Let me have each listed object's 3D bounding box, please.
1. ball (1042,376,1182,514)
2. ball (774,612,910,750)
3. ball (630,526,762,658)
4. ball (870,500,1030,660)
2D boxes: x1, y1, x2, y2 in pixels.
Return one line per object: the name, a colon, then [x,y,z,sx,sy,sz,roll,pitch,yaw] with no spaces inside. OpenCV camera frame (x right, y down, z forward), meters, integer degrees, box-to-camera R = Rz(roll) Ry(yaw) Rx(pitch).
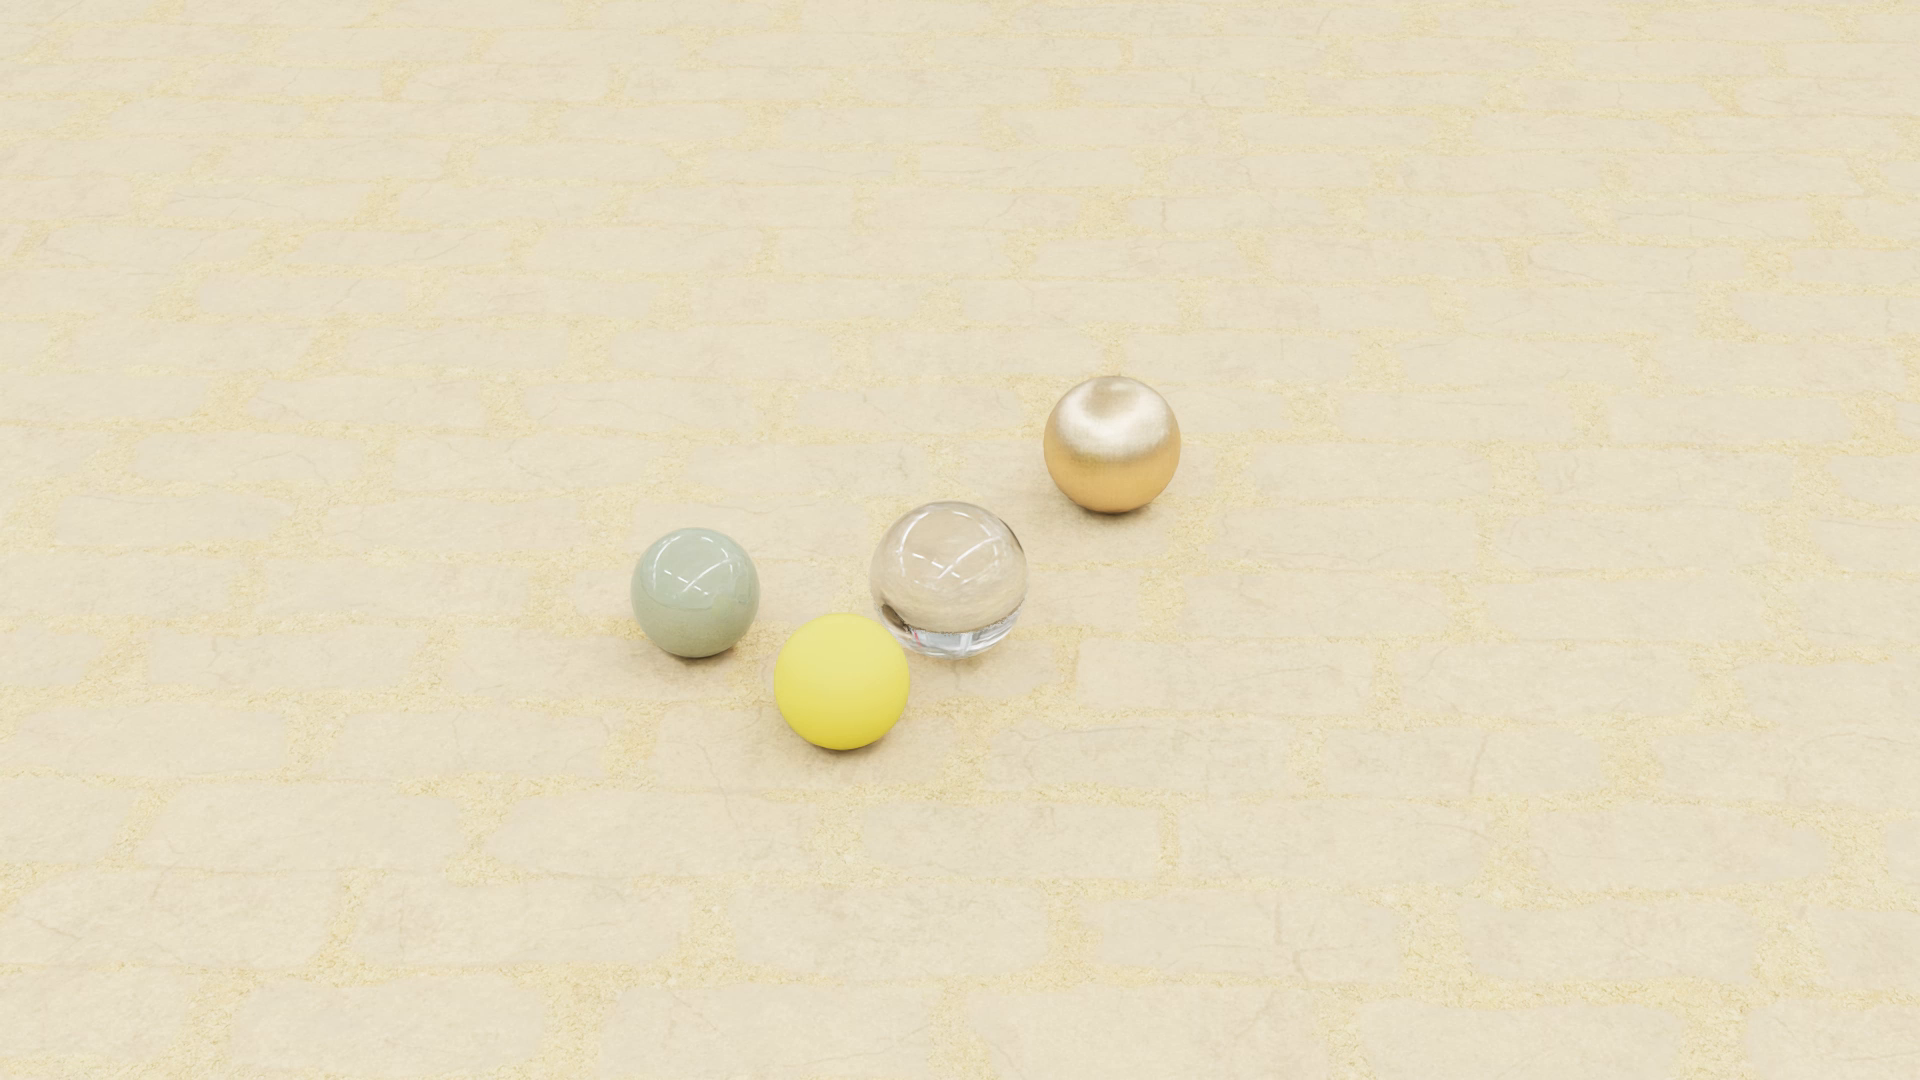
ball: [0.086,-0.054,1.672,0.079,0.079,0.079,0,31,0]
ball: [-0.059,0.071,1.477,0.069,0.069,0.069,0,31,0]
ball: [-0.139,0.027,1.548,0.069,0.069,0.069,0,31,0]
ball: [-0.006,0.021,1.545,0.084,0.084,0.084,0,31,0]
